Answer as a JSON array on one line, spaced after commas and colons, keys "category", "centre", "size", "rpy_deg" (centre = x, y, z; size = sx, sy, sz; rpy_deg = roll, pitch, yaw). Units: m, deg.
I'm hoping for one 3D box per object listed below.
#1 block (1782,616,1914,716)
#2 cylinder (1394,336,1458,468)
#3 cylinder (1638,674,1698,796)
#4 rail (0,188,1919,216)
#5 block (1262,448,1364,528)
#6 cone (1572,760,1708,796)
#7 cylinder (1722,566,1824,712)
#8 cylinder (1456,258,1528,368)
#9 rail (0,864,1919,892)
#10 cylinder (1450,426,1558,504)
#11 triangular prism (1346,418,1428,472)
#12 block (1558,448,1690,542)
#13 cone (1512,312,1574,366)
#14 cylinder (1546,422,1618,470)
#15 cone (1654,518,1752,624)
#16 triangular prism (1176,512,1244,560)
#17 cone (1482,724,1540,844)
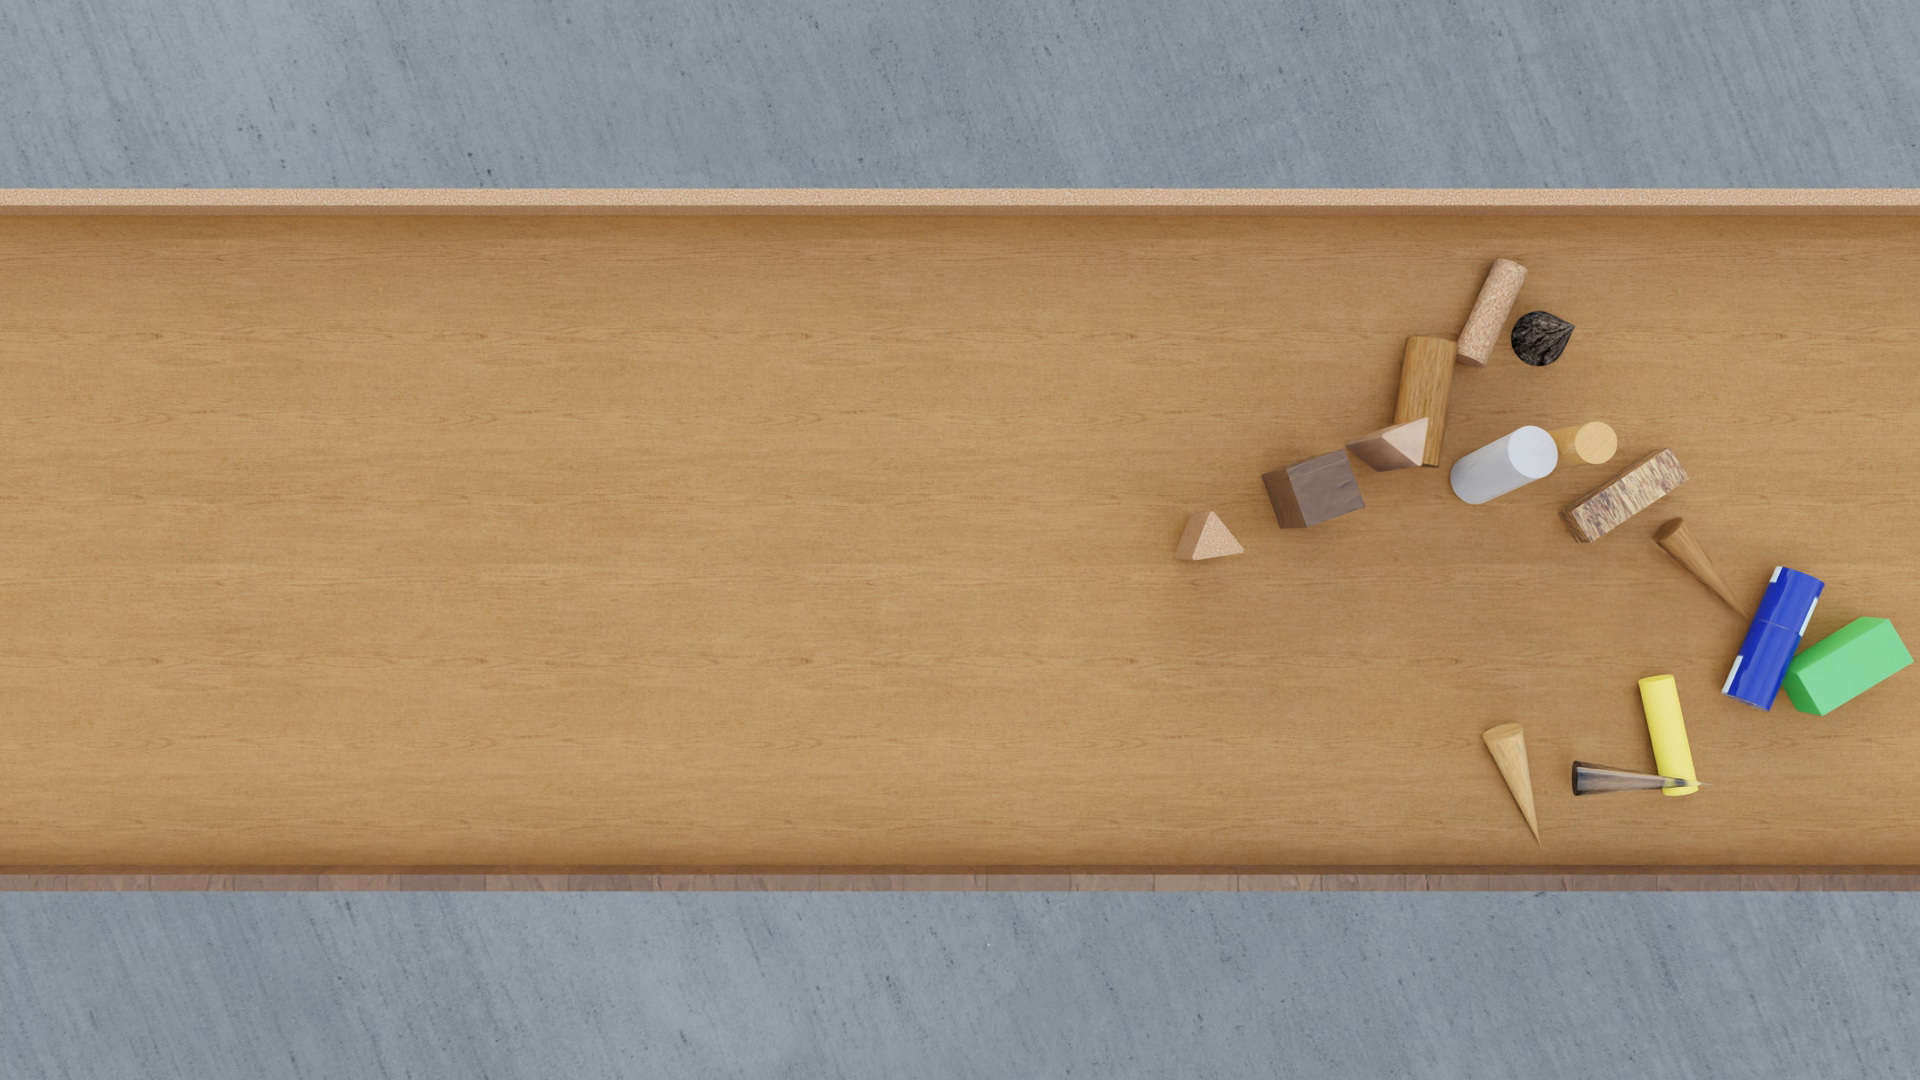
[{"category": "block", "centre": [2.676, 0.381, 5.002], "size": [0.319, 0.148, 0.148], "rpy_deg": [-31, 90, 0]}, {"category": "cylinder", "centre": [1.403, -0.417, 5.000], "size": [0.153, 0.153, 0.376], "rpy_deg": [8, 90, 0]}, {"category": "cylinder", "centre": [2.158, 0.594, 5.026], "size": [0.102, 0.102, 0.352], "rpy_deg": [-12, 90, 0]}, {"category": "rail", "centre": [-2.247, -1.025, 5.002], "size": [12.000, 0.150, 0.050], "rpy_deg": [0, 90, 0]}, {"category": "block", "centre": [1.040, -0.148, 4.883], "size": [0.176, 0.388, 0.176], "rpy_deg": [-20, 90, 0]}, {"category": "cone", "centre": [2.068, 0.729, 4.985], "size": [0.400, 0.107, 0.107], "rpy_deg": [1, 90, 11]}, {"category": "cylinder", "centre": [2.466, 0.300, 5.006], "size": [0.143, 0.143, 0.418], "rpy_deg": [24, 90, 0]}, {"category": "cylinder", "centre": [1.614, -0.690, 5.024], "size": [0.105, 0.105, 0.317], "rpy_deg": [25, 90, 0]}, {"category": "rail", "centre": [-2.247, 1.025, 5.001], "size": [12.000, 0.150, 0.050], "rpy_deg": [0, 90, 0]}, {"category": "cylinder", "centre": [1.607, -0.218, 4.886], "size": [0.154, 0.352, 0.154], "rpy_deg": [2, 79, -10]}, {"category": "triangular prism", "centre": [1.275, -0.297, 4.852], "size": [0.137, 0.449, 0.119], "rpy_deg": [39, 90, 0]}, {"category": "block", "centre": [2.018, -0.135, 5.021], "size": [0.355, 0.112, 0.112], "rpy_deg": [-33, 90, 0]}, {"category": "cone", "centre": [1.781, -0.619, 4.925], "size": [0.170, 0.303, 0.170], "rpy_deg": [0, 90, 0]}, {"category": "cylinder", "centre": [1.789, -0.273, 4.857], "size": [0.119, 0.438, 0.119], "rpy_deg": [0, 90, 0]}, {"category": "cone", "centre": [2.302, 0.120, 5.051], "size": [0.102, 0.102, 0.424], "rpy_deg": [-44, 97, 0]}, {"category": "triangular prism", "centre": [0.725, -0.020, 4.883], "size": [0.147, 0.387, 0.127], "rpy_deg": [-9, 90, 0]}, {"category": "cone", "centre": [1.719, 0.765, 5.046], "size": [0.122, 0.122, 0.392], "rpy_deg": [-21, 99, 0]}]
